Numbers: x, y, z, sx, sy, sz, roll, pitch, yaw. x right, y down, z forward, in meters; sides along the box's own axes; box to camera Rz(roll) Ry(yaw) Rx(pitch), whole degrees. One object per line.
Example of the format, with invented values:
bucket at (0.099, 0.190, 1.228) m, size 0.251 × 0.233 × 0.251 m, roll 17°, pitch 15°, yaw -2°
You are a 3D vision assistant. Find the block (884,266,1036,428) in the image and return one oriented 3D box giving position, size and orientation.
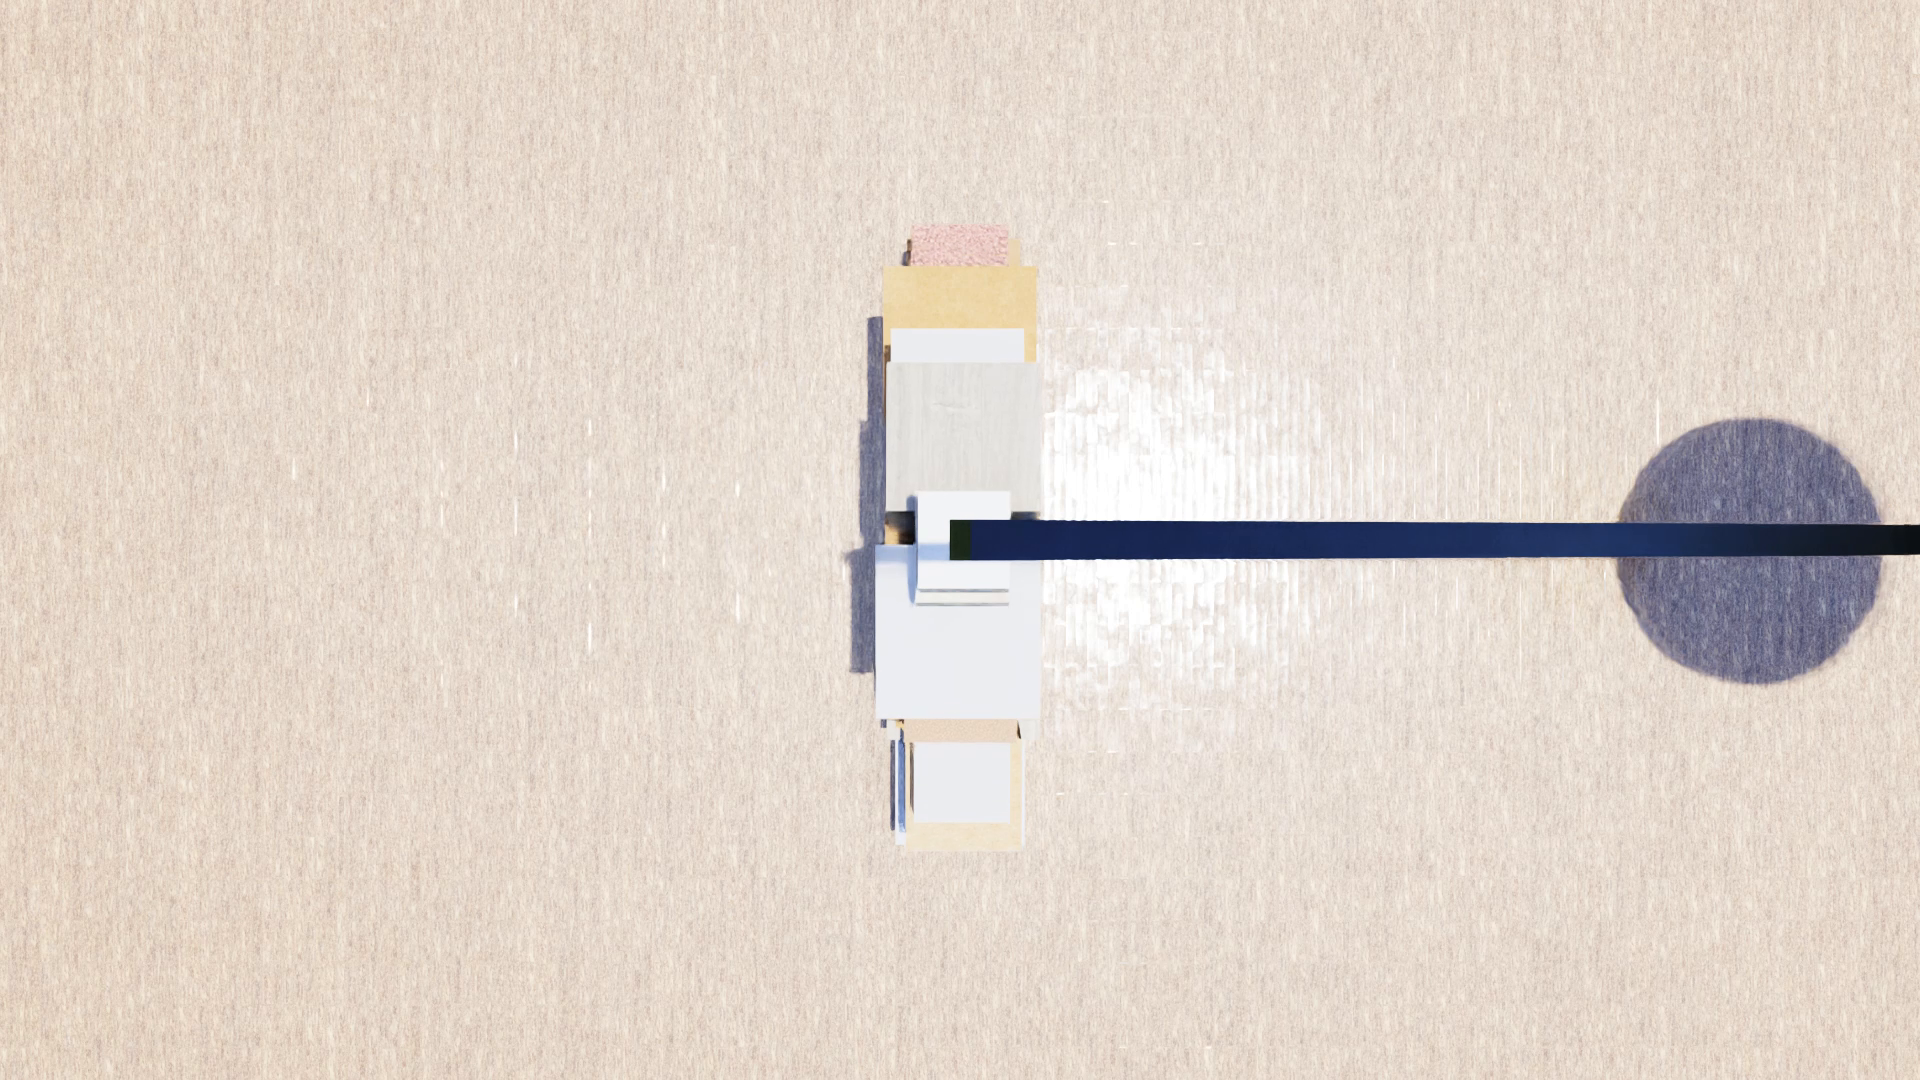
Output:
block at (0.000, -0.955, 11.130) m, size 0.753 × 0.681 × 0.777 m, roll 0°, pitch 90°, yaw 0°

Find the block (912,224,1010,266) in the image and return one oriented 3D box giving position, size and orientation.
block at (0.001, -1.369, 12.085) m, size 0.524 × 0.533 × 0.549 m, roll 0°, pitch 72°, yaw 0°

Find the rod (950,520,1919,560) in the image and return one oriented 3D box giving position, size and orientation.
rod at (2.212, 0.000, 5.620) m, size 5.200 × 0.080 × 0.080 m, roll 0°, pitch 90°, yaw -32°

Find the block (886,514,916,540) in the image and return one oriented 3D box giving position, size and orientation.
block at (-0.011, 0.131, 10.344) m, size 0.656 × 0.721 × 0.700 m, roll 0°, pitch 92°, yaw 0°

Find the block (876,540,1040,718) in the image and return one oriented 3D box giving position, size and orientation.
block at (-0.008, 0.376, 9.607) m, size 0.690 × 0.767 × 0.730 m, roll 0°, pitch 92°, yaw 0°

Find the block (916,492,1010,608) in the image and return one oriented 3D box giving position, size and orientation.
block at (0.012, 0.044, 8.987) m, size 0.378 × 0.447 × 0.444 m, roll 0°, pitch 86°, yaw 0°

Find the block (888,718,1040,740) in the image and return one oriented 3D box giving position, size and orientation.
block at (0.018, 0.750, 12.564) m, size 0.841 × 0.873 × 0.701 m, roll 0°, pitch 90°, yaw 0°

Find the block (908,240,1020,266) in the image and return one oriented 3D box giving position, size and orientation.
block at (0.020, -1.388, 12.748) m, size 0.642 × 0.505 × 0.642 m, roll 0°, pitch 90°, yaw 0°

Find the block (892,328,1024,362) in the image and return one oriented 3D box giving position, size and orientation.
block at (-0.011, -0.603, 10.360) m, size 0.607 × 0.666 × 0.677 m, roll 0°, pitch 86°, yaw 0°

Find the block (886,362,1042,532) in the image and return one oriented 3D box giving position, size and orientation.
block at (0.015, -0.396, 9.655) m, size 0.654 × 0.674 × 0.640 m, roll 0°, pitch 83°, yaw 0°

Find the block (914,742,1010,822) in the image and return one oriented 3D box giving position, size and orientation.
block at (0.010, 1.180, 11.320) m, size 0.485 × 0.404 × 0.467 m, roll 0°, pitch 95°, yaw 0°

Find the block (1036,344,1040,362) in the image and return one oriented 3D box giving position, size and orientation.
block at (0.018, -0.646, 11.867) m, size 0.789 × 0.794 × 0.753 m, roll 0°, pitch 90°, yaw 0°

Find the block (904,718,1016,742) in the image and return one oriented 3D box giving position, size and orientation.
block at (0.003, 0.712, 10.609) m, size 0.531 × 0.523 × 0.474 m, roll 0°, pitch 91°, yaw 0°

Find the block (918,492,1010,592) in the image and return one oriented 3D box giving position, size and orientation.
block at (0.015, 0.013, 8.596) m, size 0.351 × 0.338 × 0.368 m, roll 0°, pitch 86°, yaw 0°

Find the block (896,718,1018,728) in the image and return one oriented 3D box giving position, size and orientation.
block at (-0.018, 0.668, 11.827) m, size 0.640 × 0.598 × 0.630 m, roll 0°, pitch 90°, yaw 0°

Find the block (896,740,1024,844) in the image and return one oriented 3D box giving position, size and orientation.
block at (0.001, 1.410, 12.670) m, size 0.725 × 0.660 × 0.598 m, roll 0°, pitch 90°, yaw 0°

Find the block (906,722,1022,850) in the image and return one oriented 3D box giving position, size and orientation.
block at (0.019, 1.313, 11.840) m, size 0.608 × 0.609 × 0.590 m, roll 0°, pitch 95°, yaw 0°
